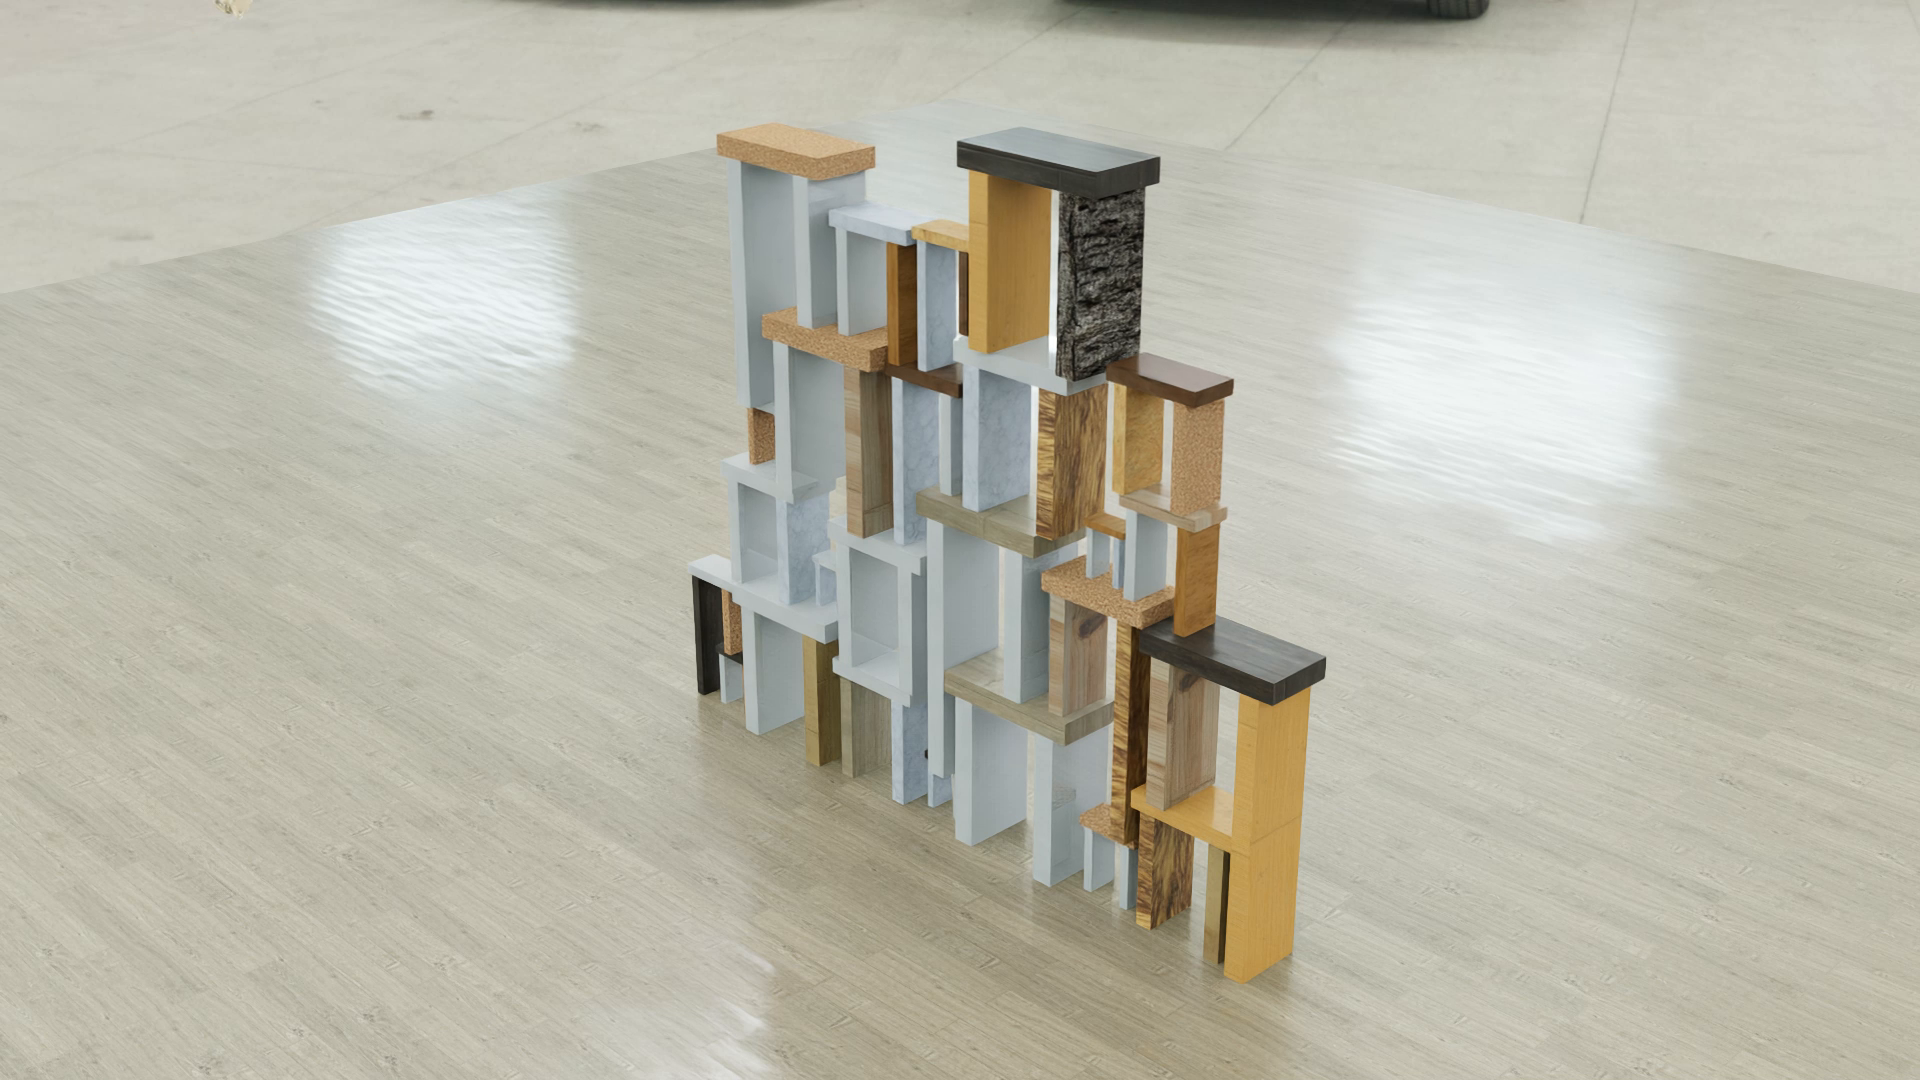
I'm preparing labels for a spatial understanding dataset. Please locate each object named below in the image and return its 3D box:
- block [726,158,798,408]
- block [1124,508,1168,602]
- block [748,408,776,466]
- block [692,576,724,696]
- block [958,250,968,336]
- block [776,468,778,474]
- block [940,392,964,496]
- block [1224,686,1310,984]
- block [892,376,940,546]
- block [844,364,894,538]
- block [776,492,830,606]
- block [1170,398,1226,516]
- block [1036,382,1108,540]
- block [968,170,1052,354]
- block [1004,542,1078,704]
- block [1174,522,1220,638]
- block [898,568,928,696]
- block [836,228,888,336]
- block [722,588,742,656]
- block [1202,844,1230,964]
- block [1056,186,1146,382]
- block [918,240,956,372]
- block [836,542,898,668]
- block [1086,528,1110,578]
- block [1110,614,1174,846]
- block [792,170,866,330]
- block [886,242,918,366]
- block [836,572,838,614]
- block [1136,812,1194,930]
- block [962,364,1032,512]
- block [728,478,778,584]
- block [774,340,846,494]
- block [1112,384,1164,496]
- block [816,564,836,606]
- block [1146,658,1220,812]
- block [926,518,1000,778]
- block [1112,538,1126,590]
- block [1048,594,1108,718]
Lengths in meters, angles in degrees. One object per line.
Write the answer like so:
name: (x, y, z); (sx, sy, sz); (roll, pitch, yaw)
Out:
block: (-0.389, -0.528, 4.431); (0.148, 0.510, 0.042); (-21, 31, -41)
block: (0.328, 0.015, 3.875); (0.086, 0.172, 0.024); (-21, 31, -40)
block: (-0.411, -0.226, 4.583); (0.018, 0.128, 0.064); (21, 31, 41)
block: (-0.555, 0.202, 4.913); (0.022, 0.290, 0.077); (21, 31, 41)
block: (0.033, -0.456, 3.999); (0.078, 0.157, 0.022); (-21, 30, -40)
block: (-0.349, -0.202, 4.526); (0.064, 0.128, 0.018); (-21, 33, -41)
block: (0.008, -0.191, 4.139); (0.099, 0.199, 0.028); (-21, 31, -40)
block: (0.538, 0.503, 3.852); (0.041, 0.565, 0.146); (21, 31, 41)
block: (-0.084, -0.163, 4.253); (0.028, 0.341, 0.099); (21, 31, 40)
block: (-0.151, -0.191, 4.307); (0.157, 0.350, 0.044); (-21, 31, -41)
block: (-0.325, 0.008, 4.577); (0.033, 0.233, 0.117); (21, 31, 41)
block: (0.402, -0.149, 3.725); (0.099, 0.199, 0.028); (-21, 30, -40)
block: (0.201, -0.152, 3.944); (0.140, 0.280, 0.040); (-21, 31, -41)
block: (0.089, -0.507, 3.906); (0.162, 0.324, 0.046); (-21, 31, -40)
block: (0.151, 0.140, 4.117); (0.153, 0.306, 0.043); (-21, 31, -41)
block: (0.410, 0.061, 3.807); (0.024, 0.202, 0.086); (21, 31, 41)
block: (-0.060, 0.162, 4.364); (0.134, 0.268, 0.038); (-21, 31, -41)
block: (-0.187, -0.504, 4.217); (0.104, 0.209, 0.030); (-21, 31, -40)
block: (-0.482, 0.168, 4.819); (0.022, 0.155, 0.077); (21, 31, 41)
block: (0.494, 0.634, 3.961); (0.034, 0.239, 0.119); (21, 31, 41)
block: (0.240, -0.448, 3.765); (0.162, 0.324, 0.046); (-20, 30, -38)
block: (-0.043, -0.442, 4.084); (0.078, 0.249, 0.022); (-21, 31, -40)
block: (-0.187, 0.113, 4.481); (0.038, 0.268, 0.134); (21, 31, 41)
block: (0.250, 0.017, 3.968); (0.049, 0.097, 0.014); (-21, 30, -40)
block: (0.332, 0.335, 4.004); (0.121, 0.448, 0.034); (-21, 31, -40)
block: (-0.249, -0.570, 4.260); (0.148, 0.297, 0.042); (-21, 31, -41)
block: (-0.089, -0.453, 4.130); (0.030, 0.234, 0.104); (21, 31, 40)
block: (-0.232, 0.104, 4.528); (0.014, 0.095, 0.048); (21, 31, 41)
block: (0.381, 0.590, 4.065); (0.034, 0.238, 0.119); (21, 31, 41)
block: (0.069, -0.204, 4.066); (0.040, 0.280, 0.140); (22, 31, 41)
block: (-0.435, -0.034, 4.678); (0.033, 0.233, 0.117); (21, 31, 41)
block: (-0.298, -0.265, 4.437); (0.044, 0.314, 0.157); (21, 31, 41)
block: (0.309, -0.186, 3.813); (0.099, 0.199, 0.028); (-21, 30, -39)
block: (-0.277, 0.086, 4.570); (0.014, 0.095, 0.048); (21, 31, 41)
block: (0.400, 0.324, 3.926); (0.146, 0.292, 0.041); (-21, 31, -41)
block: (0.007, 0.193, 4.295); (0.153, 0.544, 0.043); (-21, 31, -41)
block: (0.294, 0.035, 3.925); (0.049, 0.097, 0.014); (-21, 31, -40)
block: (0.220, 0.196, 4.067); (0.121, 0.241, 0.034); (-21, 31, -40)
